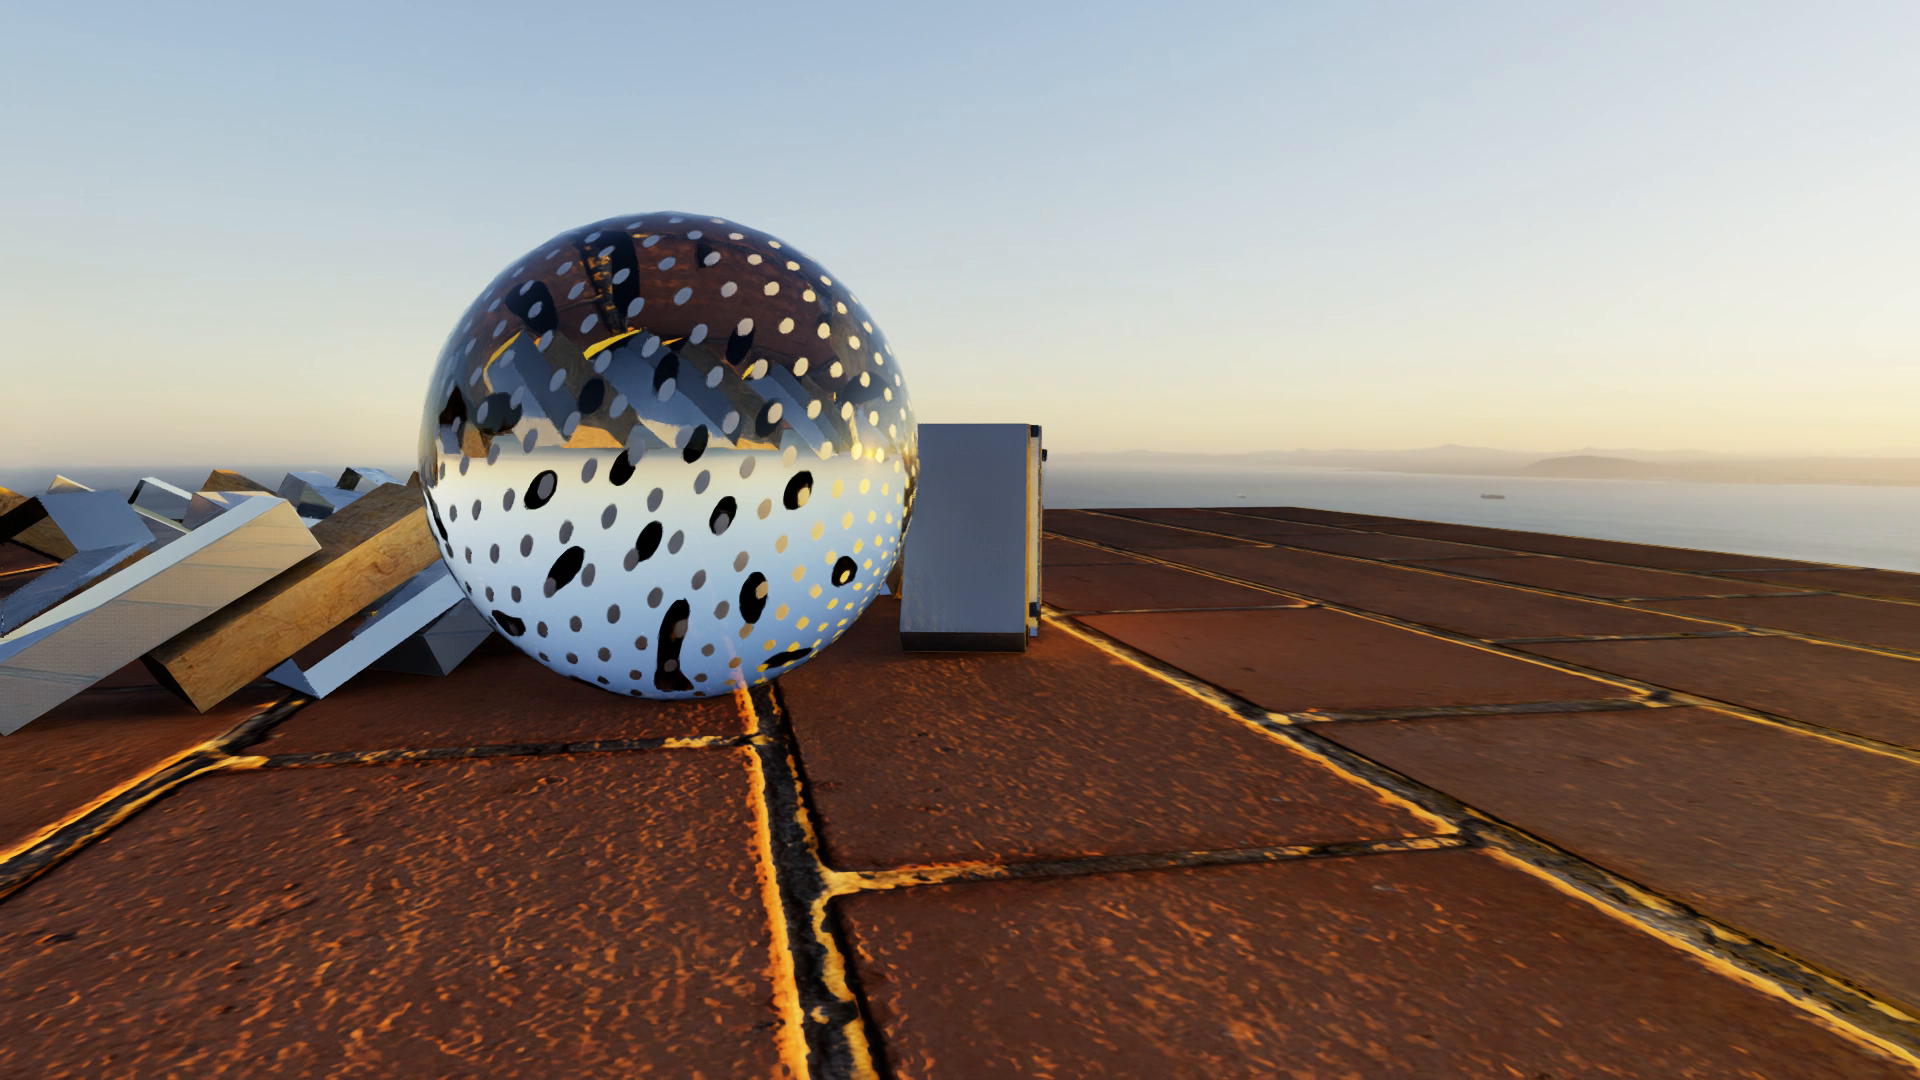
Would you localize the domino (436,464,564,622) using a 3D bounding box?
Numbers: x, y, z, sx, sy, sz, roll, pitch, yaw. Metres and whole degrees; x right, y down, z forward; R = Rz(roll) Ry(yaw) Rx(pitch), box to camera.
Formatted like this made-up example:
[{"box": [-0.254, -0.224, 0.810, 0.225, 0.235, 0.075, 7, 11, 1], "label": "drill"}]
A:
[{"box": [-0.114, 0.000, 0.316, 0.025, 0.009, 0.050, -2, 40, -26], "label": "domino"}]

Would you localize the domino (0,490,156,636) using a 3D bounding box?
[{"box": [-0.150, 0.011, 0.190, 0.050, 0.009, 0.025, -34, 9, -6], "label": "domino"}]

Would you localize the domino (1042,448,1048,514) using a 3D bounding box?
[{"box": [0.008, -0.004, 0.333, 0.025, 0.009, 0.050, 4, 48, 5], "label": "domino"}]

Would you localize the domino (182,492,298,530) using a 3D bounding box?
[{"box": [-0.173, 0.002, 0.337, 0.050, 0.009, 0.025, 26, 7, 9], "label": "domino"}]

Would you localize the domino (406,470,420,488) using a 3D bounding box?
[{"box": [-0.164, -0.008, 0.446, 0.050, 0.010, 0.025, 31, 7, 3], "label": "domino"}]

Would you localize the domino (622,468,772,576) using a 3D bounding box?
[{"box": [-0.088, -0.007, 0.432, 0.050, 0.009, 0.025, 38, 23, 27], "label": "domino"}]

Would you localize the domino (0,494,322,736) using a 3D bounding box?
[{"box": [-0.132, 0.010, 0.207, 0.050, 0.009, 0.025, -39, 26, -30], "label": "domino"}]

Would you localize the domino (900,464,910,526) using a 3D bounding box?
[{"box": [-0.001, -0.002, 0.350, 0.025, 0.009, 0.050, -1, 39, -9], "label": "domino"}]

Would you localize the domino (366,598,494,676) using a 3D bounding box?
[{"box": [-0.097, 0.007, 0.256, 0.025, 0.009, 0.050, 2, 35, 25], "label": "domino"}]

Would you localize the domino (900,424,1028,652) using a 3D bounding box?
[{"box": [0.002, -0.001, 0.271, 0.025, 0.050, 0.009, 0, -29, 4], "label": "domino"}]

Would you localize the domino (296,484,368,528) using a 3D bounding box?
[{"box": [-0.151, 0.001, 0.342, 0.050, 0.010, 0.025, 29, 9, 30], "label": "domino"}]

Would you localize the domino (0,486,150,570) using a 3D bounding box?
[{"box": [-0.277, -0.004, 0.389, 0.025, 0.010, 0.050, 1, -26, 47], "label": "domino"}]

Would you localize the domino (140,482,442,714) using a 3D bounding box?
[{"box": [-0.113, 0.008, 0.221, 0.025, 0.010, 0.050, 9, 40, 44], "label": "domino"}]

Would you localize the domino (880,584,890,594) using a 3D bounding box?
[{"box": [-0.025, -0.003, 0.382, 0.025, 0.009, 0.050, -3, 35, -31], "label": "domino"}]

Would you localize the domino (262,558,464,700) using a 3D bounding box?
[{"box": [-0.103, 0.008, 0.235, 0.025, 0.010, 0.050, 6, 38, 42], "label": "domino"}]

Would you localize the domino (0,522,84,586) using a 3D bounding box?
[{"box": [-0.288, -0.002, 0.375, 0.025, 0.009, 0.050, 4, -25, 43], "label": "domino"}]

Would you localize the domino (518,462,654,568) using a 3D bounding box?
[{"box": [-0.129, -0.009, 0.444, 0.050, 0.009, 0.025, 34, 8, 10], "label": "domino"}]

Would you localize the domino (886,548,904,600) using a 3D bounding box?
[{"box": [-0.014, -0.004, 0.367, 0.025, 0.010, 0.050, -1, 41, -26], "label": "domino"}]

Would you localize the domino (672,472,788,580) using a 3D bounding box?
[{"box": [-0.070, -0.006, 0.421, 0.050, 0.009, 0.025, 40, 27, 32], "label": "domino"}]

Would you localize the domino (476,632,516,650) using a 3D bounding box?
[{"box": [-0.097, 0.003, 0.281, 0.025, 0.009, 0.050, 4, 37, 5], "label": "domino"}]

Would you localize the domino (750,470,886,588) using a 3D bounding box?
[{"box": [-0.041, -0.004, 0.397, 0.025, 0.009, 0.050, -2, 36, -42], "label": "domino"}]

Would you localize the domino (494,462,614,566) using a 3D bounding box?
[{"box": [-0.147, -0.009, 0.444, 0.050, 0.009, 0.025, 33, 7, 3], "label": "domino"}]

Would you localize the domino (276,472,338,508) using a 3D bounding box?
[{"box": [-0.204, -0.007, 0.440, 0.050, 0.009, 0.025, 29, 1, -7], "label": "domino"}]

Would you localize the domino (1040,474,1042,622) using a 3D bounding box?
[{"box": [0.008, -0.005, 0.316, 0.025, 0.050, 0.009, 0, -29, 4], "label": "domino"}]

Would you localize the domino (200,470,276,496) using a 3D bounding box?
[{"box": [-0.226, -0.007, 0.432, 0.050, 0.009, 0.025, 30, -7, -17], "label": "domino"}]

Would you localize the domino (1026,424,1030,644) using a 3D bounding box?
[{"box": [0.003, -0.002, 0.282, 0.025, 0.050, 0.009, 0, -29, 4], "label": "domino"}]

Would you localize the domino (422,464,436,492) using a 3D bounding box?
[{"box": [-0.123, -0.001, 0.330, 0.025, 0.009, 0.050, -2, 41, -27], "label": "domino"}]

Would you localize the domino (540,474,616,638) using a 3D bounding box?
[{"box": [-0.099, 0.003, 0.298, 0.025, 0.009, 0.050, 1, 37, 1], "label": "domino"}]

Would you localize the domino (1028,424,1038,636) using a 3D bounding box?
[{"box": [0.005, -0.003, 0.293, 0.025, 0.050, 0.009, 0, -29, 4], "label": "domino"}]

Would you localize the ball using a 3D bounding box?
[{"box": [-0.047, -0.013, 0.213, 0.080, 0.080, 0.080, 0, 4, 0], "label": "ball"}]

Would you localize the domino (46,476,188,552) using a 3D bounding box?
[{"box": [-0.261, -0.004, 0.406, 0.050, 0.009, 0.025, 32, -14, -32], "label": "domino"}]

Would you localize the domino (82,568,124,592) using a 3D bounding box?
[{"box": [-0.198, 0.013, 0.337, 0.050, 0.010, 0.025, 0, 4, 6], "label": "domino"}]

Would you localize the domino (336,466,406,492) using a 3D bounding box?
[{"box": [-0.187, -0.008, 0.444, 0.050, 0.009, 0.025, 31, 1, -2], "label": "domino"}]

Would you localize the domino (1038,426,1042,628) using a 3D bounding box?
[{"box": [0.007, -0.004, 0.304, 0.025, 0.050, 0.009, 0, -29, 4], "label": "domino"}]

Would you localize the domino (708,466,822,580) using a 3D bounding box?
[{"box": [-0.056, -0.006, 0.410, 0.025, 0.009, 0.050, -2, 36, -47], "label": "domino"}]

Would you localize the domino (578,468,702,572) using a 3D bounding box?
[{"box": [-0.107, -0.008, 0.440, 0.050, 0.009, 0.025, 36, 19, 22], "label": "domino"}]

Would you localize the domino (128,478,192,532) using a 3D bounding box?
[{"box": [-0.243, -0.005, 0.421, 0.050, 0.009, 0.025, 28, -8, -24], "label": "domino"}]
